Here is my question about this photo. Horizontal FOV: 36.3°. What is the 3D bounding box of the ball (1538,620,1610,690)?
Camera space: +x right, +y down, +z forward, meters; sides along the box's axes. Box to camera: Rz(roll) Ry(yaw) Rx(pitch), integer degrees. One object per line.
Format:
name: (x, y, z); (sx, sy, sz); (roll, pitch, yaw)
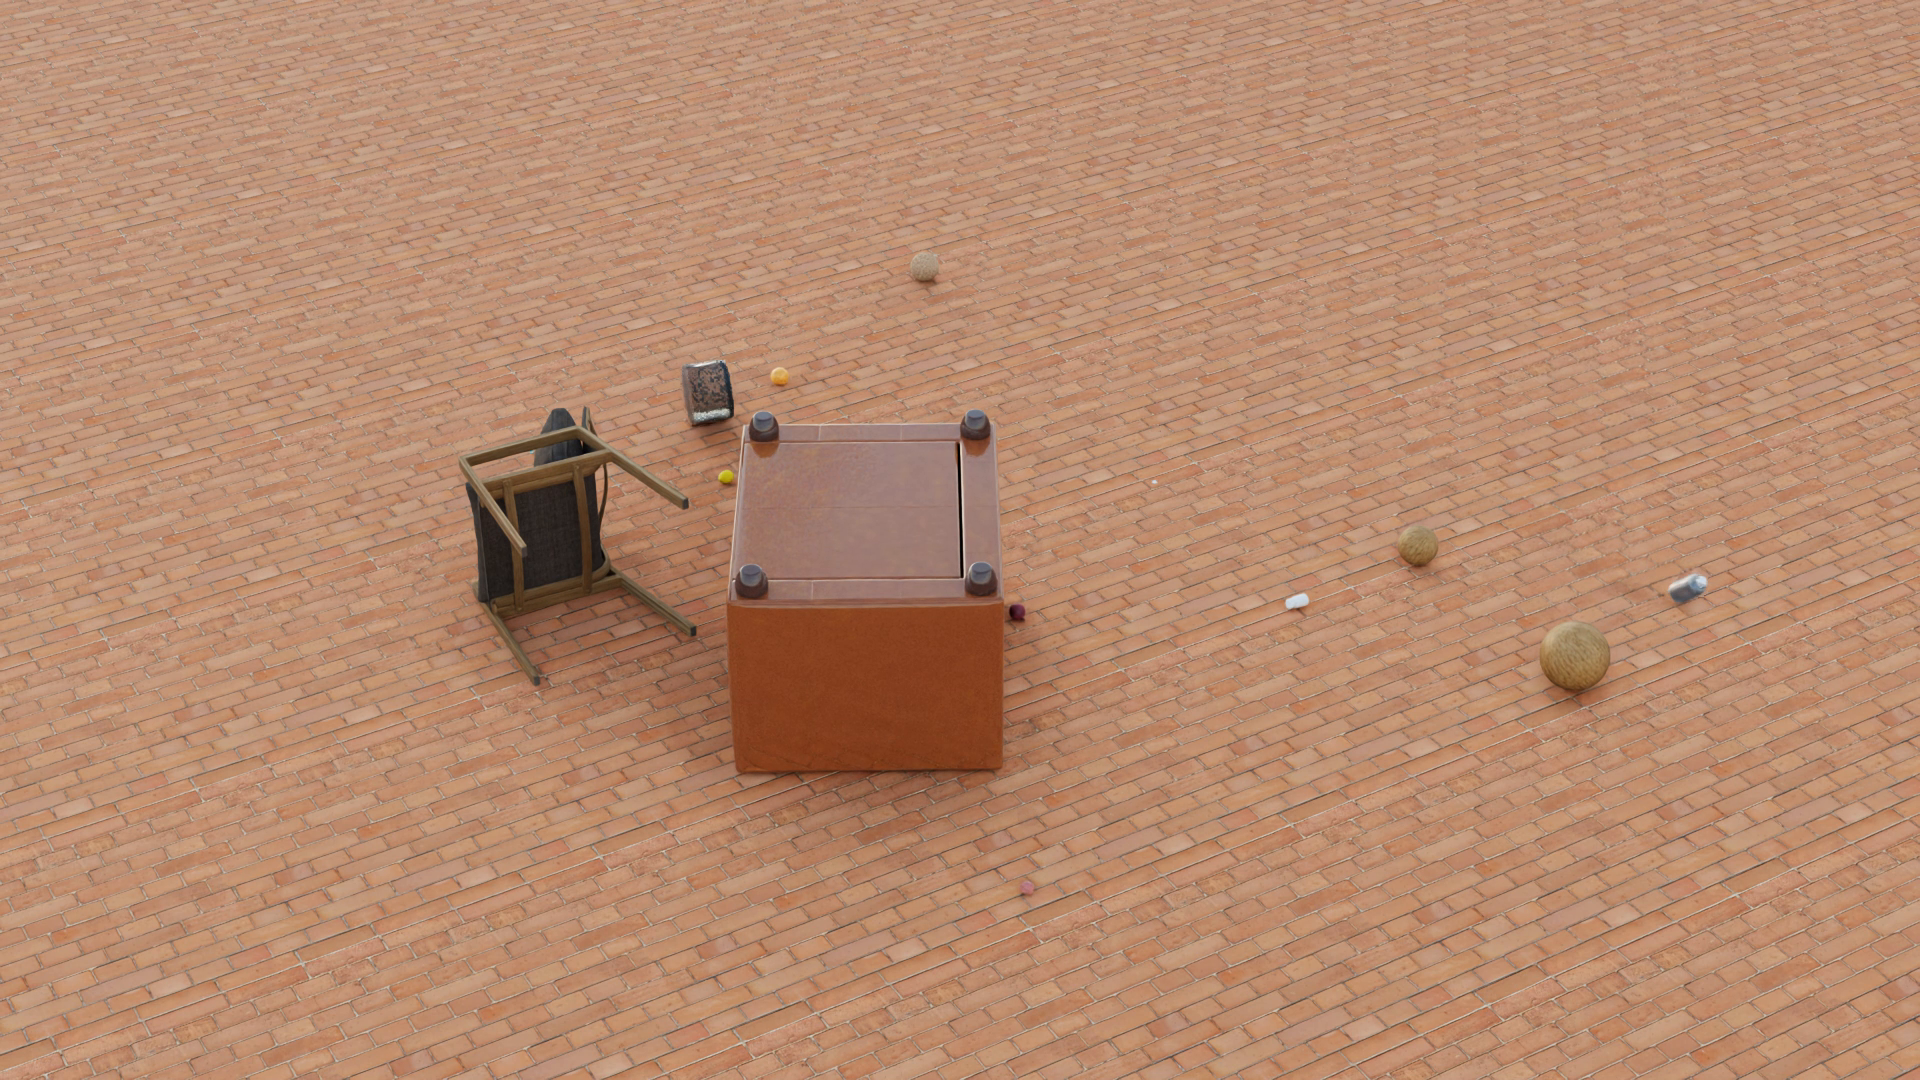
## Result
ball: (2.121, 0.399, 10.118); (0.242, 0.242, 0.242); (0, 33, 0)

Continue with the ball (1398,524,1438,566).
ball: (1.684, 0.019, 10.779); (0.150, 0.150, 0.150); (0, 33, 0)

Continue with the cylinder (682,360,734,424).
cylinder: (-1.000, -0.586, 11.623); (0.160, 0.235, 0.220); (-9, 6, -13)

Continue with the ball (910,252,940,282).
ball: (-0.151, -1.175, 12.613); (0.126, 0.126, 0.126); (0, 33, 0)
